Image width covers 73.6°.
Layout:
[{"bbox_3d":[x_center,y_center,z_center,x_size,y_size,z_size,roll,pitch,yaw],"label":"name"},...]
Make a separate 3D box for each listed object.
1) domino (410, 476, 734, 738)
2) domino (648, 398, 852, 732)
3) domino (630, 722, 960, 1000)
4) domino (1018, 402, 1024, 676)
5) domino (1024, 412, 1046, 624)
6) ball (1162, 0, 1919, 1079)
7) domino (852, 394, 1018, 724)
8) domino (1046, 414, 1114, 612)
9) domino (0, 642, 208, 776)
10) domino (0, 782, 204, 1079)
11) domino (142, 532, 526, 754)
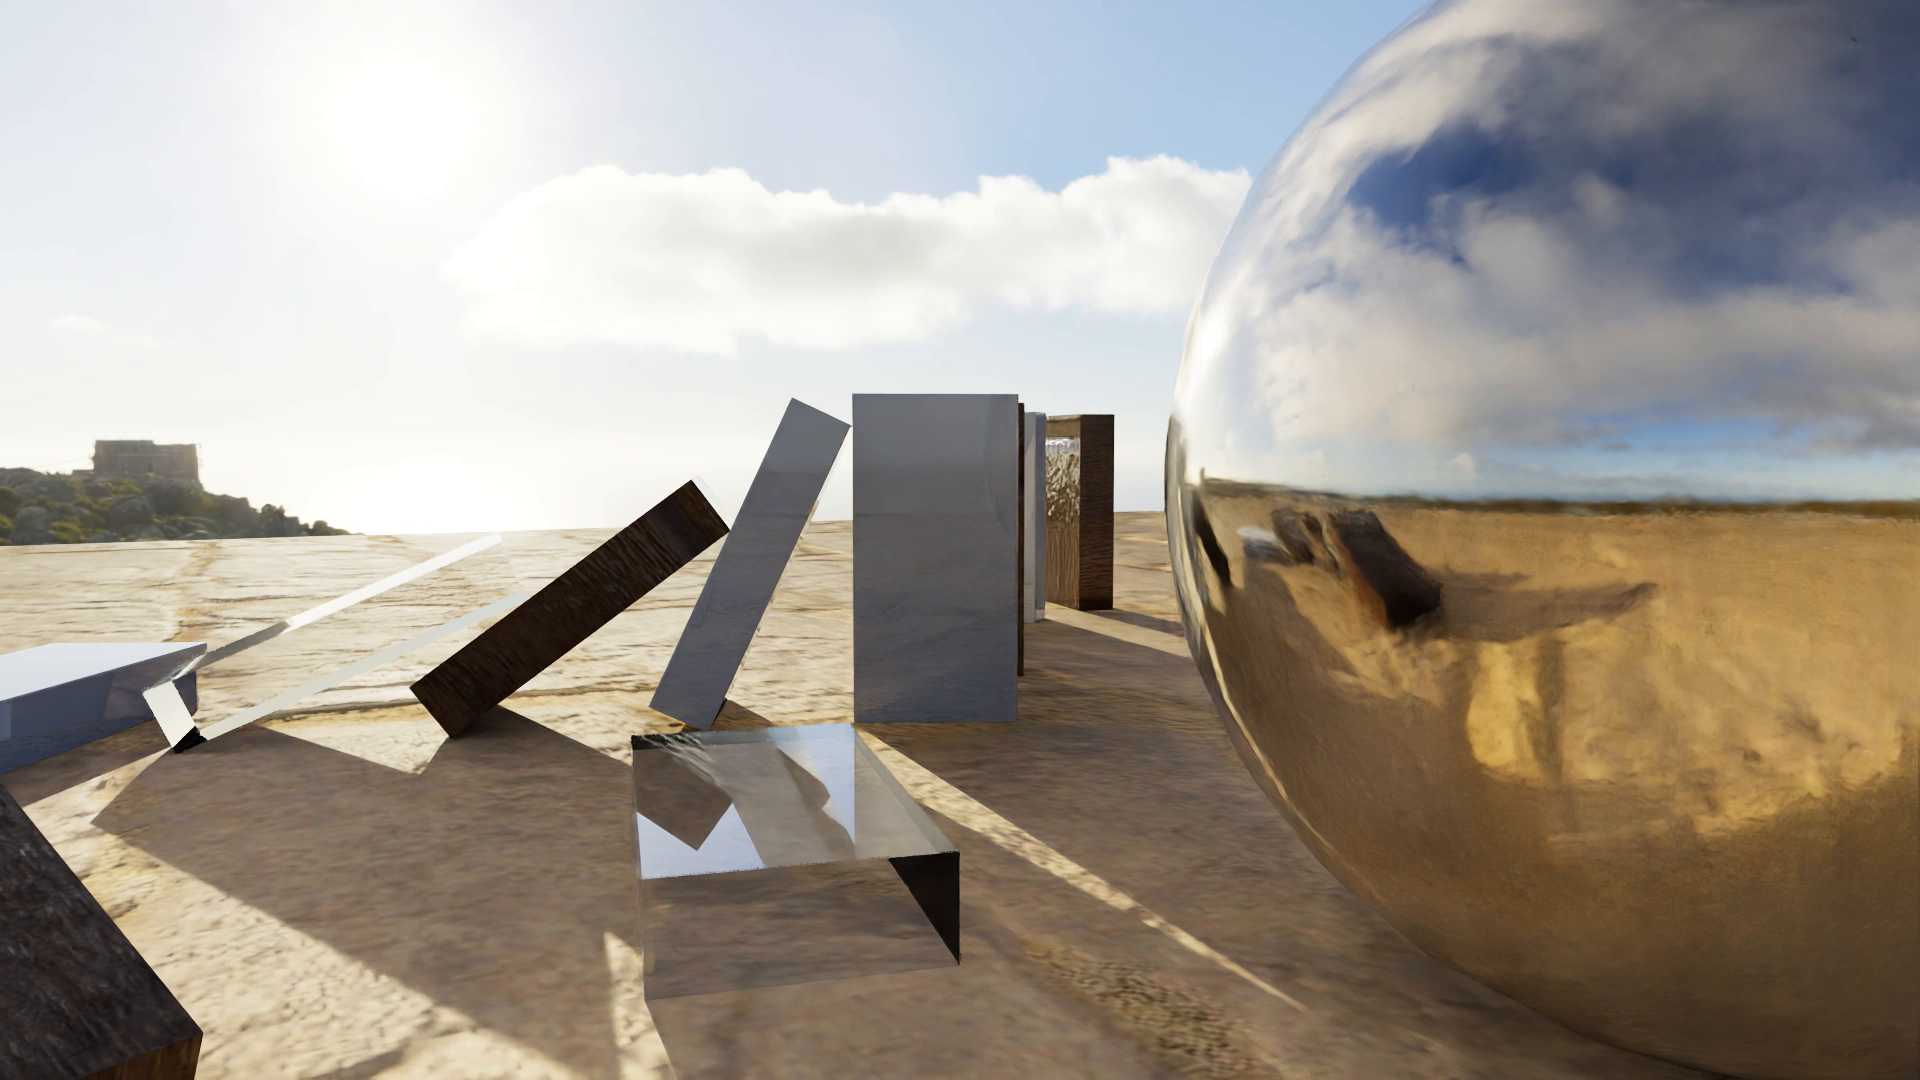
[{"bbox_3d":[-0.058,0.009,0.199,0.050,0.010,0.025,-37,9,-4],"label":"domino"},{"bbox_3d":[-0.032,0.003,0.200,0.010,0.050,0.025,25,2,-5],"label":"domino"},{"bbox_3d":[-0.019,0.028,0.125,0.025,0.010,0.050,-1,4,-15],"label":"domino"},{"bbox_3d":[-0.001,0.000,0.238,0.025,0.050,0.010,0,4,-1],"label":"domino"},{"bbox_3d":[0.007,-0.006,0.311,0.025,0.050,0.009,1,5,19],"label":"domino"},{"bbox_3d":[0.055,-0.004,0.091,0.080,0.080,0.080,0,4,0],"label":"ball"},{"bbox_3d":[-0.004,0.003,0.199,0.025,0.050,0.009,0,4,-3],"label":"domino"},{"bbox_3d":[0.031,-0.008,0.338,0.009,0.050,0.025,-1,5,-18],"label":"domino"},{"bbox_3d":[-0.137,0.024,0.189,0.025,0.009,0.050,0,4,-2],"label":"domino"},{"bbox_3d":[-0.071,0.023,0.076,0.050,0.010,0.025,29,19,28],"label":"domino"},{"bbox_3d":[-0.092,0.014,0.194,0.050,0.010,0.025,-25,12,-17],"label":"domino"}]
